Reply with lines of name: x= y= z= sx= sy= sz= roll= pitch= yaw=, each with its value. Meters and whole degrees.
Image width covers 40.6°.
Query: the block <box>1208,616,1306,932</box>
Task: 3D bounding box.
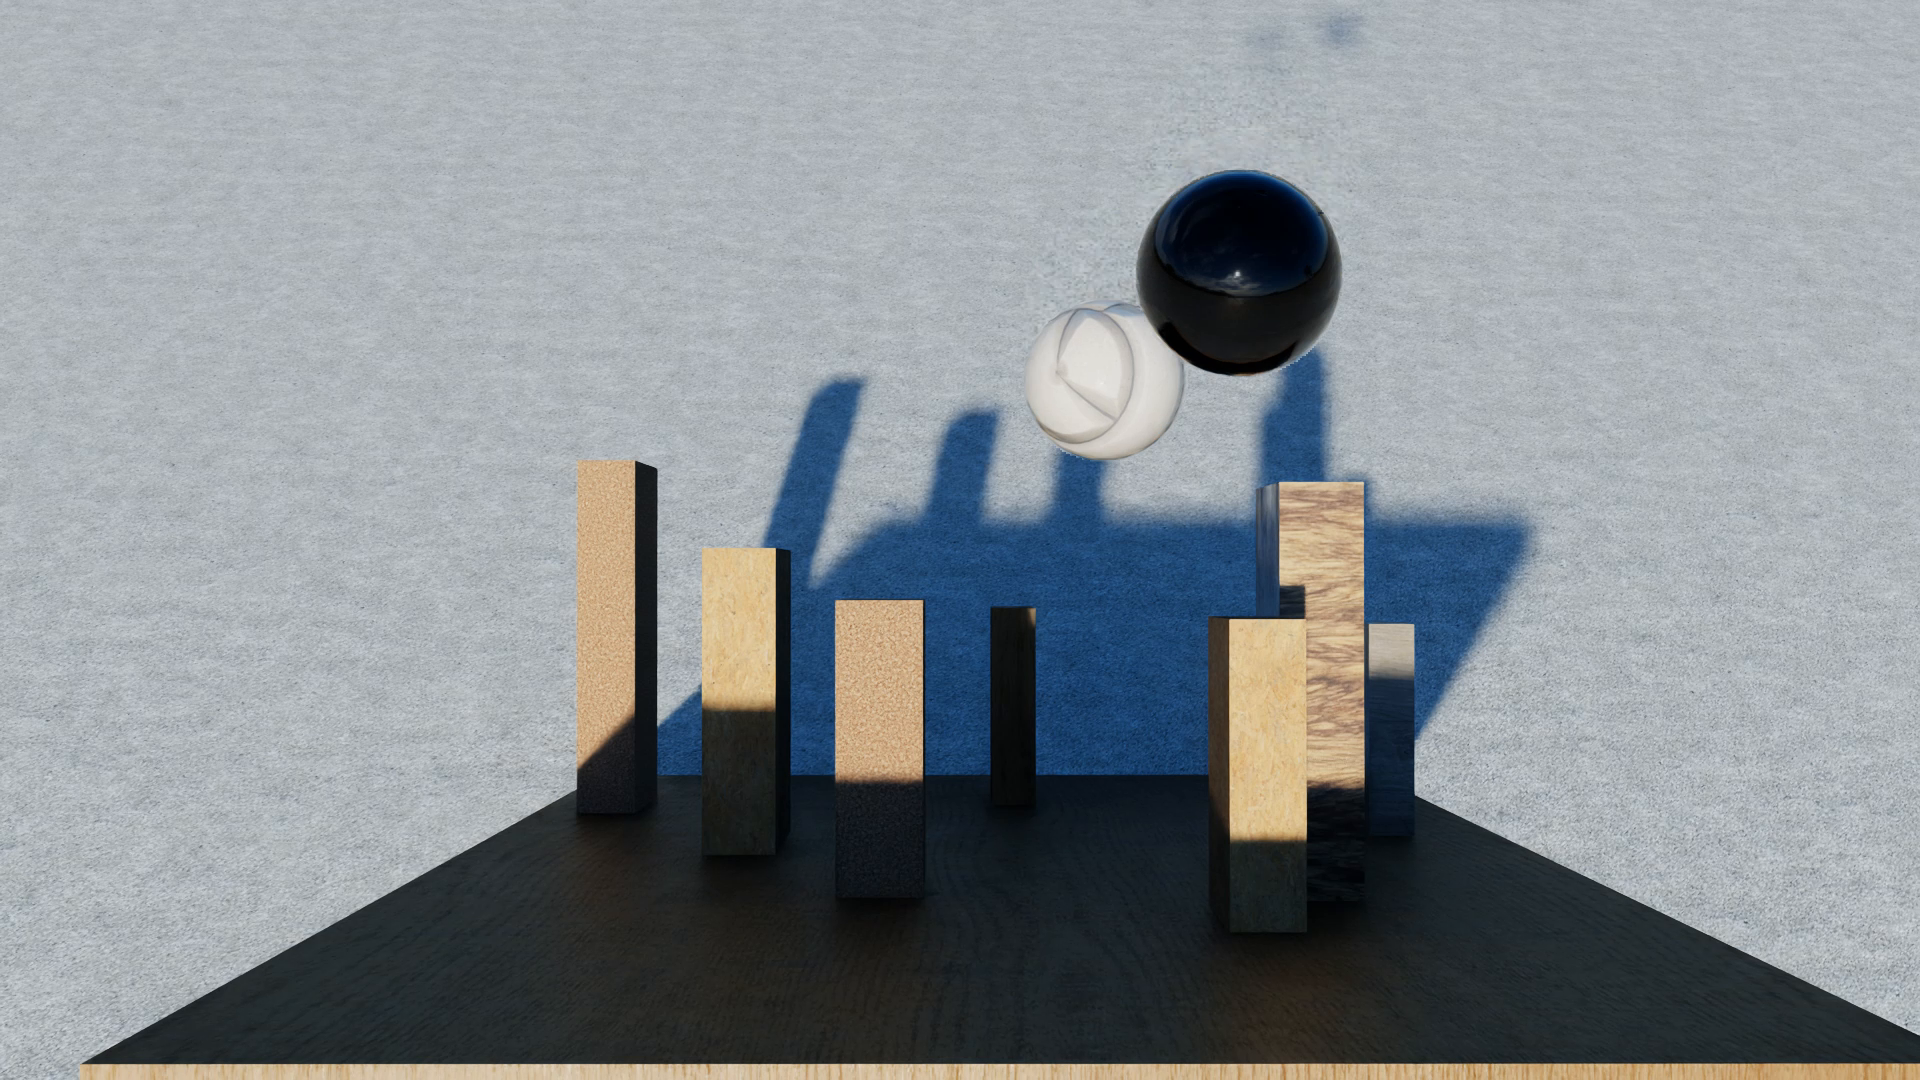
block: x=0.445 y=0.343 z=3.904 sx=0.111 sy=0.452 sz=0.314 roll=0 pitch=-1 yaw=0

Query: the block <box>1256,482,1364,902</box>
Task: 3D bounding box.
block: x=0.574 y=0.242 z=4.272 sx=0.134 sy=0.664 sz=0.326 roll=0 pitch=-1 yaw=0

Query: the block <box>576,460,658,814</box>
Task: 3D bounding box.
block: x=-0.771 y=0.213 z=5.855 sx=0.126 sy=0.768 sz=0.423 roll=0 pitch=-1 yaw=0

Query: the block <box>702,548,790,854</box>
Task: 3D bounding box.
block: x=-0.410 y=0.302 z=5.018 sx=0.136 sy=0.567 sz=0.441 roll=0 pitch=-1 yaw=0

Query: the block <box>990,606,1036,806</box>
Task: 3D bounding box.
block: x=0.122 y=0.378 z=6.039 sx=0.097 sy=0.443 sz=0.400 roll=0 pitch=-1 yaw=0

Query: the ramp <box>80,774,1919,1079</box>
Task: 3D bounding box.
ramp: x=0.072 y=0.631 z=4.729 sx=2.000 sy=0.100 sz=4.000 roll=0 pitch=-1 yaw=0

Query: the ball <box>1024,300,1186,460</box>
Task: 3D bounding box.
ball: x=0.148 y=-0.163 z=2.645 sx=0.164 sy=0.164 sz=0.164 roll=0 pitch=32 yaw=0

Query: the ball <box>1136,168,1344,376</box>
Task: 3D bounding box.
ball: x=0.241 y=-0.230 z=2.237 sx=0.178 sy=0.178 sz=0.178 roll=0 pitch=32 yaw=0

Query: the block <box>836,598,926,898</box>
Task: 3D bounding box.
block: x=-0.130 y=0.337 z=4.293 sx=0.141 sy=0.476 sz=0.280 roll=0 pitch=-1 yaw=0

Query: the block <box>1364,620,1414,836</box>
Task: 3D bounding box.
block: x=0.858 y=0.380 z=5.356 sx=0.090 sy=0.420 sz=0.417 roll=0 pitch=-1 yaw=0
